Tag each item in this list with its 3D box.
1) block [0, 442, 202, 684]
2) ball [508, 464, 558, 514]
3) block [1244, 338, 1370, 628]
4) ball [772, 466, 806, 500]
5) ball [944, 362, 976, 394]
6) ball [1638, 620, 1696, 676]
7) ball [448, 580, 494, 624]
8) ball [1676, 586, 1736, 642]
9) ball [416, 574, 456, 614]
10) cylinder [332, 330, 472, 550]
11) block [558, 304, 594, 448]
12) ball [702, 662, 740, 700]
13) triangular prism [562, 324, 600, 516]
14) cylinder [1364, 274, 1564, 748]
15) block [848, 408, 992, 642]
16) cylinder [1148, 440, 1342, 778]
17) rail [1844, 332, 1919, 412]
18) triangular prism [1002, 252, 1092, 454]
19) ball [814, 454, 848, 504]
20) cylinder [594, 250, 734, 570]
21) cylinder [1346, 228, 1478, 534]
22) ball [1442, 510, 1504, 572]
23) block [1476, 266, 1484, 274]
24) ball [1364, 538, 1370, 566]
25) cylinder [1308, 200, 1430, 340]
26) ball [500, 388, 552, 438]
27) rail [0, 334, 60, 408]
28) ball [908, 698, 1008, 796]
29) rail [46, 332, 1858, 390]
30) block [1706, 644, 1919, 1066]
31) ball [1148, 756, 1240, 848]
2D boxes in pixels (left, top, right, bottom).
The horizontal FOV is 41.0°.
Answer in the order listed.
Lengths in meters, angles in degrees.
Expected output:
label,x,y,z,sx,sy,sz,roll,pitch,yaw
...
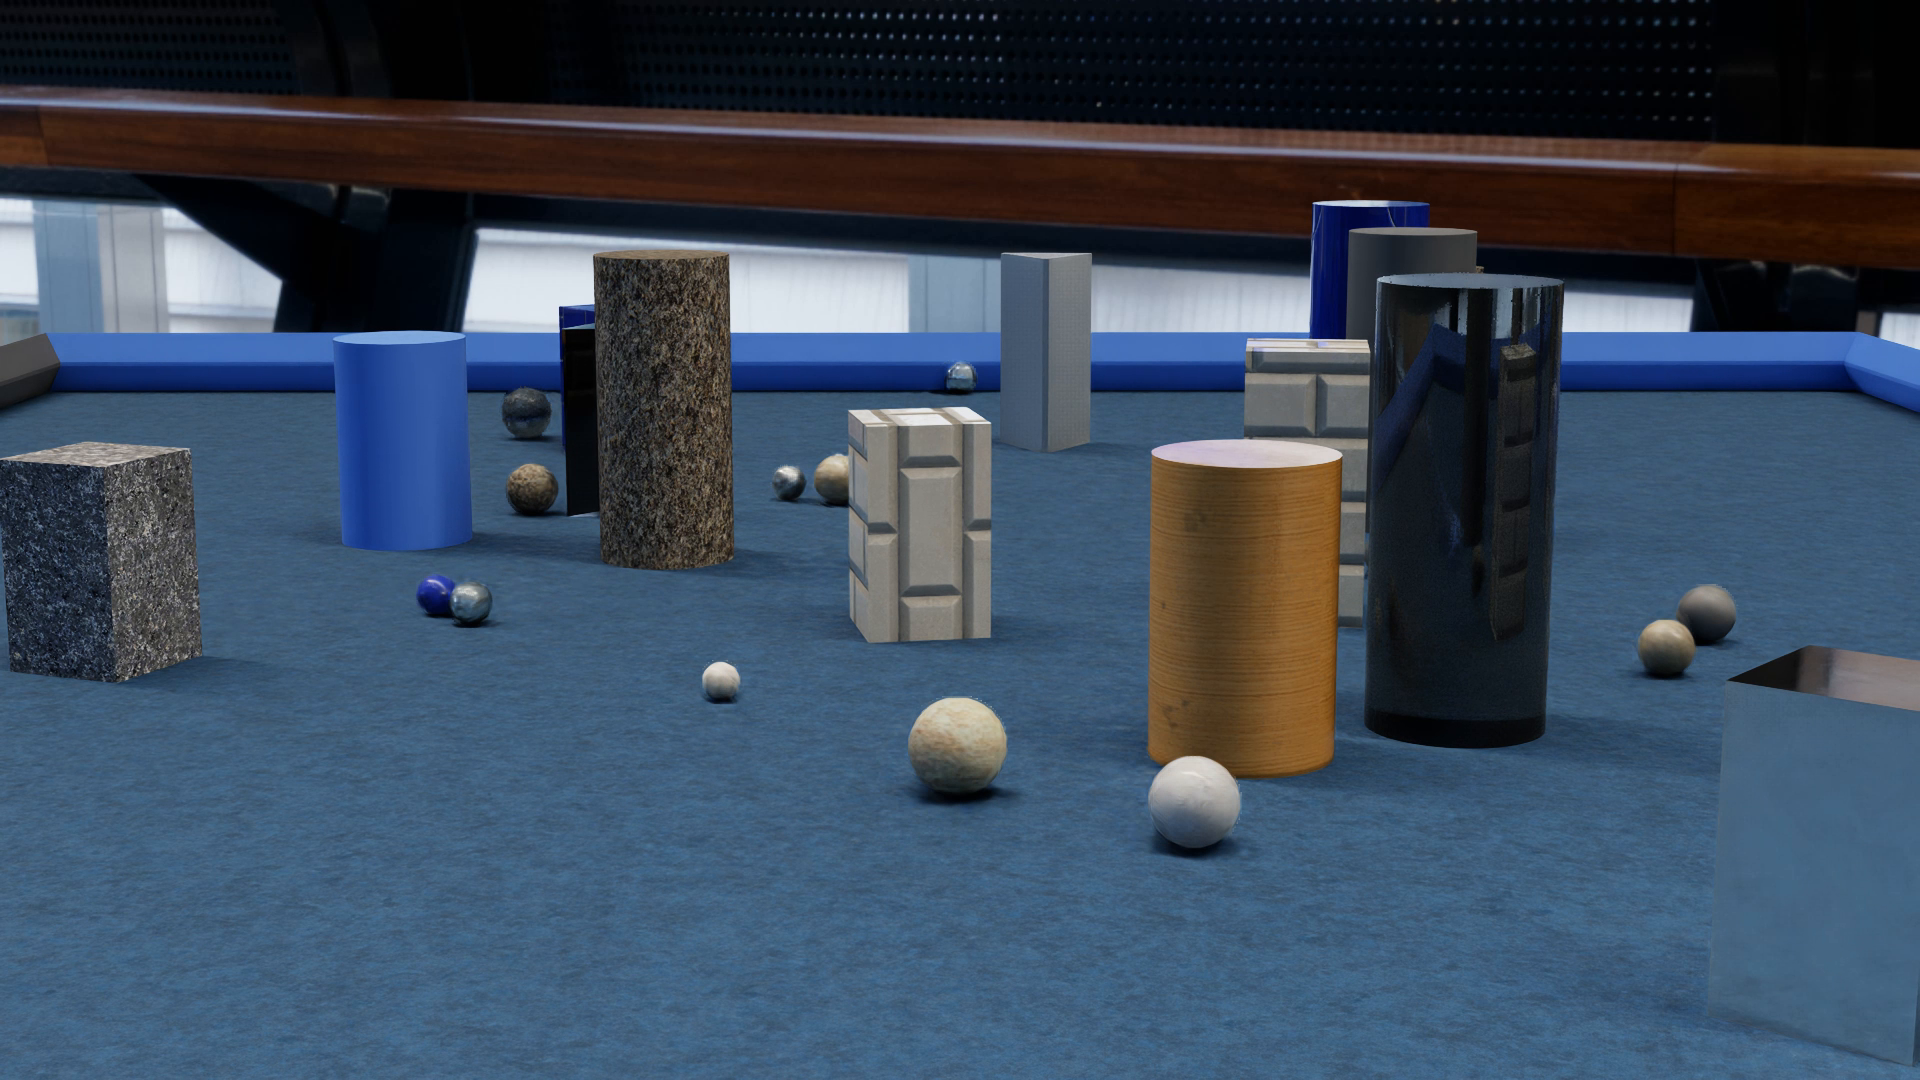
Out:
label,x,y,z,sx,sy,sz,roll,pitch,yaw
block,-1.052,0.024,3.144,0.160,0.261,0.160,4,11,22
ball,-0.703,-0.085,4.225,0.082,0.082,0.082,0,10,0
block,0.459,-0.079,3.420,0.160,0.362,0.160,1,11,7
ball,-0.291,-0.096,4.353,0.058,0.058,0.058,0,10,0
ball,0.000,-0.363,5.762,0.071,0.071,0.071,0,10,0
ball,0.854,0.130,3.101,0.068,0.068,0.068,0,10,0
ball,-0.646,0.082,3.387,0.058,0.058,0.058,0,10,0
ball,0.954,0.095,3.279,0.073,0.073,0.073,0,10,0
ball,-0.702,0.073,3.446,0.054,0.054,0.054,0,10,0
cylinder,-0.861,-0.156,3.971,0.200,0.315,0.200,0,10,0
block,-0.654,-0.309,4.912,0.160,0.274,0.160,-8,13,-38
ball,-0.278,0.164,2.984,0.044,0.044,0.044,0,10,0
triangular prism,-0.564,-0.205,4.254,0.173,0.308,0.150,-1,11,-7
cylinder,0.553,-0.037,2.825,0.200,0.497,0.200,0,10,0
block,-0.054,-0.022,3.346,0.160,0.279,0.160,-2,11,-11
cylinder,0.301,0.069,2.722,0.200,0.326,0.200,0,10,0
rail,2.032,0.031,3.460,0.045,0.130,4.836,0,10,0
triangular prism,0.144,-0.367,4.962,0.150,0.369,0.173,7,12,32
ball,-0.205,-0.102,4.316,0.083,0.083,0.083,0,10,0
cylinder,-0.439,-0.197,3.813,0.200,0.453,0.200,0,10,0
cylinder,0.713,-0.255,4.079,0.200,0.470,0.200,0,10,0
ball,0.746,0.001,3.740,0.089,0.089,0.089,0,10,0
block,0.891,-0.356,4.960,0.160,0.347,0.160,-7,13,-34
ball,0.616,0.019,3.710,0.065,0.065,0.065,0,10,0
cylinder,0.702,-0.332,4.430,0.200,0.494,0.200,0,10,0
ball,-0.858,-0.251,5.077,0.099,0.099,0.099,0,10,0
rail,-2.032,0.035,3.437,0.045,0.130,4.836,0,10,0
ball,-0.002,0.208,2.589,0.100,0.100,0.100,0,10,0
rail,-0.014,-0.402,5.803,4.111,0.130,0.045,0,10,0
block,0.692,0.236,1.977,0.160,0.268,0.160,9,14,40
ball,0.221,0.247,2.418,0.087,0.087,0.087,0,10,0
